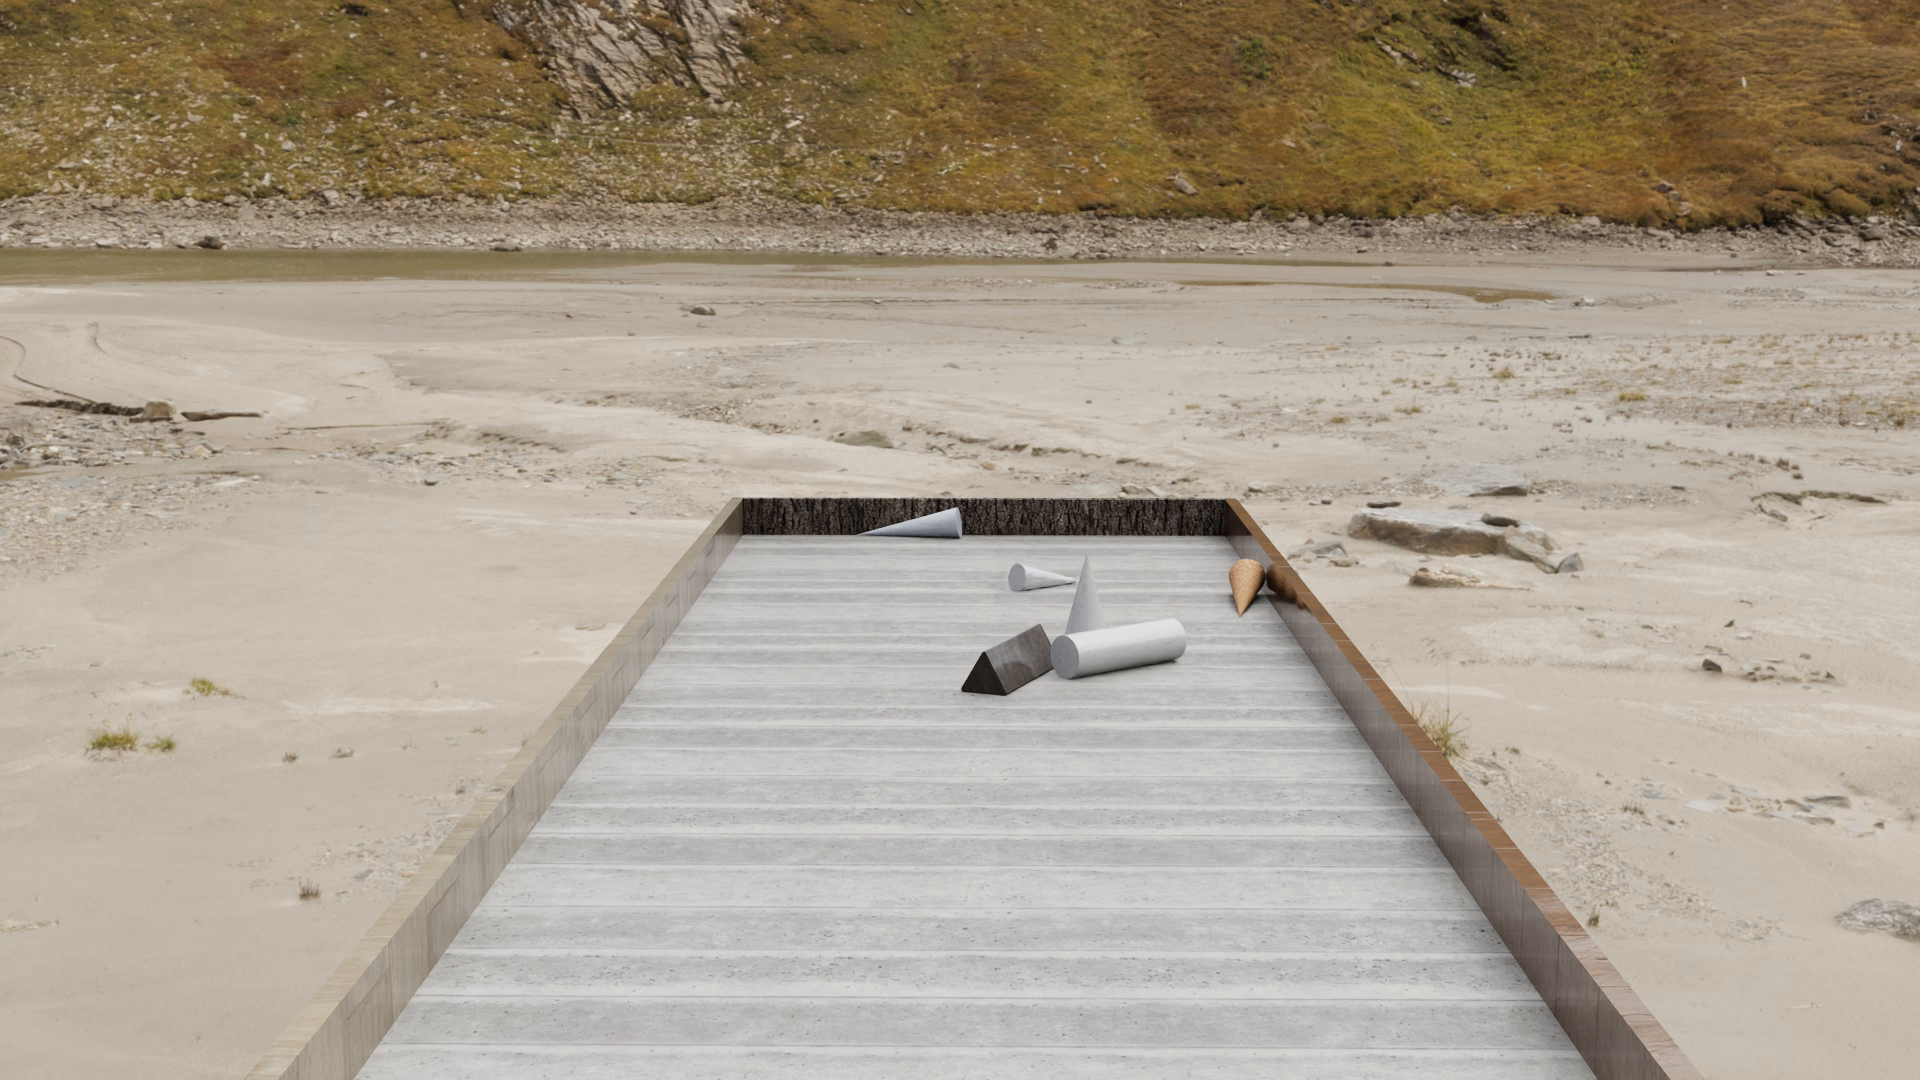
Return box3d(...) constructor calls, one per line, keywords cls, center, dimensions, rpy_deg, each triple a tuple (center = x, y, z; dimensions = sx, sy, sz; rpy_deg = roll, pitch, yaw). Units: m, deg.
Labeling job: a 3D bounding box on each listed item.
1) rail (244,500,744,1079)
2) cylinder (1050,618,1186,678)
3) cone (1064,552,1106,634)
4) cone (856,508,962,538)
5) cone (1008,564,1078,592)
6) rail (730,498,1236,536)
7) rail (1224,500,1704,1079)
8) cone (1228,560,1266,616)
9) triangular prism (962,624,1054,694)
box3d(cls="rail", center=(-1.004, 0.839, 3.234), dimensions=(0.050, 0.150, 12.000), rpy_deg=(0, 9, 1))
box3d(cls="cylinder", center=(0.476, 0.322, 6.567), dimensions=(0.430, 0.129, 0.129), rpy_deg=(-7, 11, -38))
box3d(cls="cone", center=(0.384, 0.201, 6.680), dimensions=(0.175, 0.332, 0.175), rpy_deg=(0, 9, 0))
box3d(cls="cone", center=(-0.220, -0.047, 9.102), dimensions=(0.440, 0.126, 0.126), rpy_deg=(-7, 8, 10))
box3d(cls="cone", center=(0.332, 0.143, 7.948), dimensions=(0.322, 0.100, 0.100), rpy_deg=(4, 5, -37))
box3d(cls="rail", center=(0.099, -0.098, 9.147), dimensions=(2.100, 0.150, 0.050), rpy_deg=(0, 9, 1))
box3d(cls="rail", center=(1.046, 0.843, 3.208), dimensions=(0.050, 0.150, 12.000), rpy_deg=(0, 9, 1))
box3d(cls="cone", center=(0.977, 0.195, 7.575), dimensions=(0.130, 0.130, 0.449), rpy_deg=(2, 17, 10))
box3d(cls="triangular prism", center=(0.153, 0.343, 6.441), dimensions=(0.138, 0.119, 0.443), rpy_deg=(4, 10, 22))
